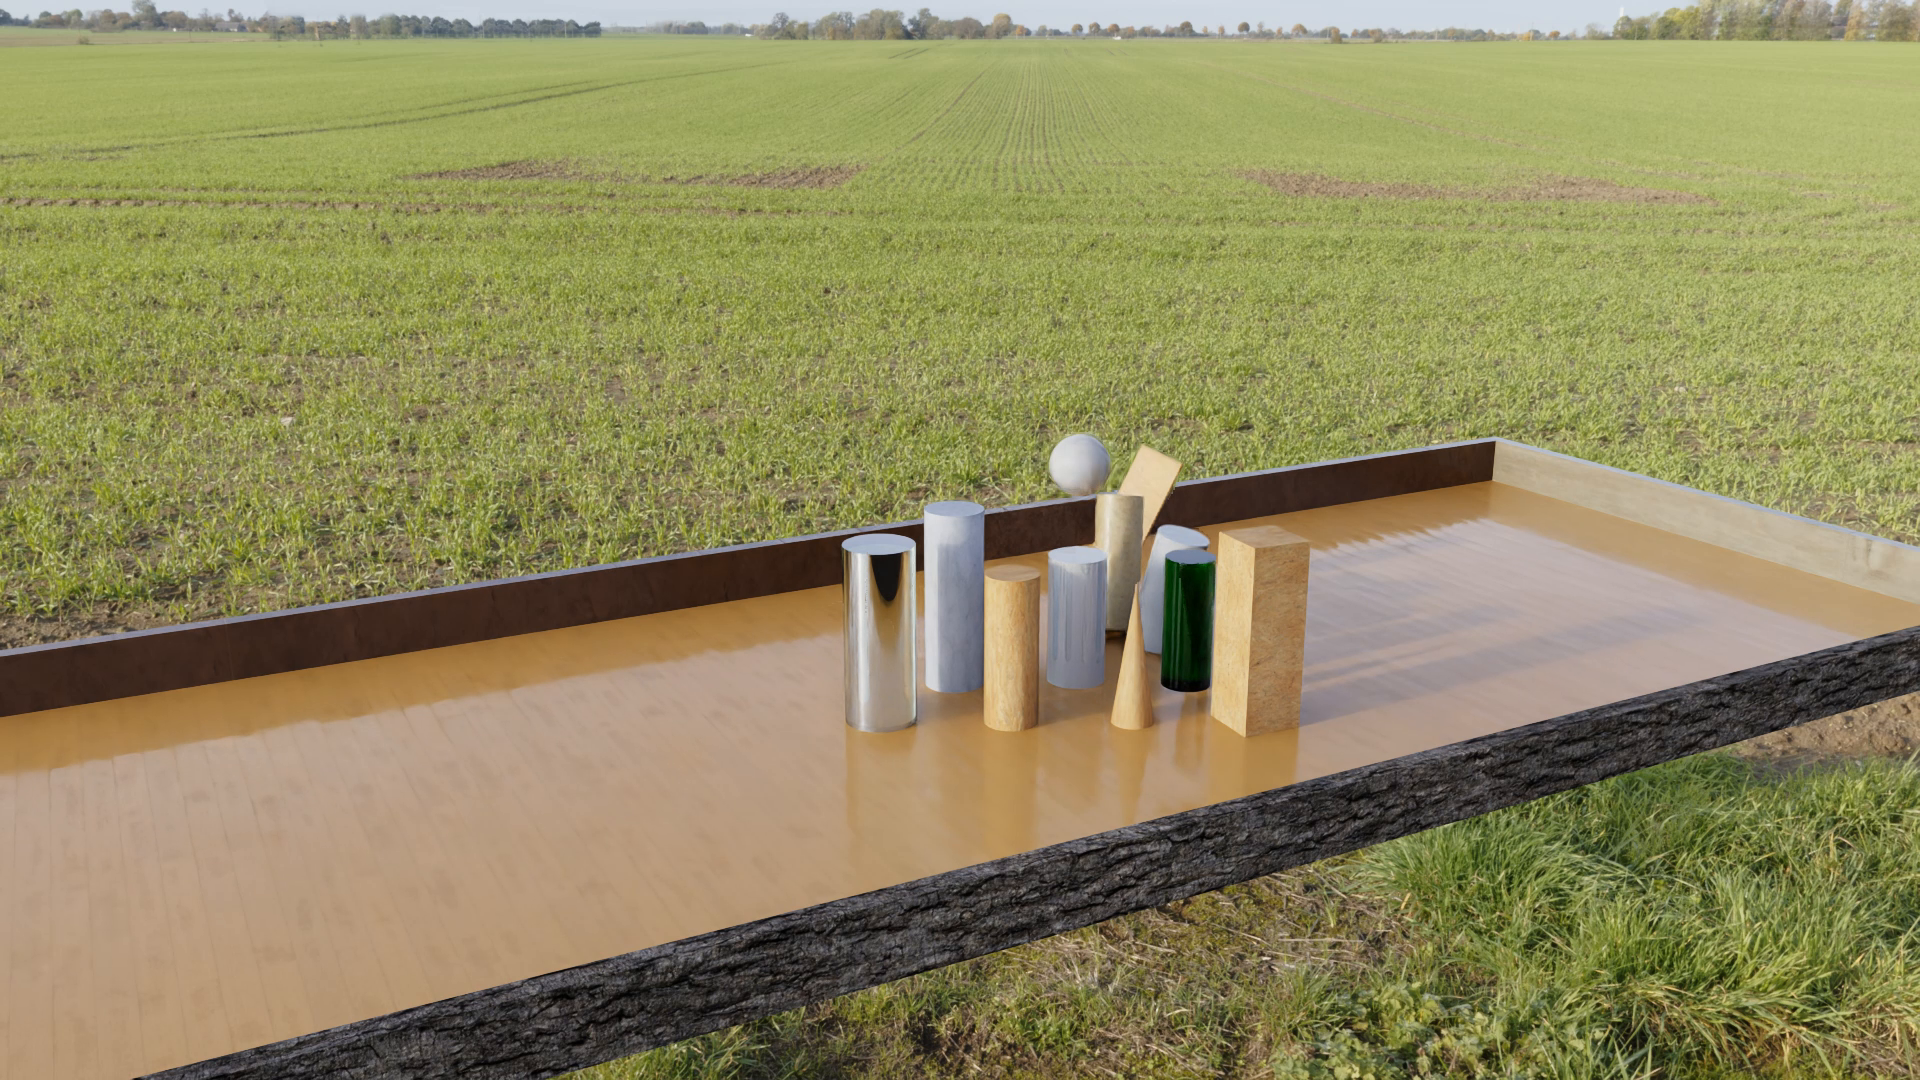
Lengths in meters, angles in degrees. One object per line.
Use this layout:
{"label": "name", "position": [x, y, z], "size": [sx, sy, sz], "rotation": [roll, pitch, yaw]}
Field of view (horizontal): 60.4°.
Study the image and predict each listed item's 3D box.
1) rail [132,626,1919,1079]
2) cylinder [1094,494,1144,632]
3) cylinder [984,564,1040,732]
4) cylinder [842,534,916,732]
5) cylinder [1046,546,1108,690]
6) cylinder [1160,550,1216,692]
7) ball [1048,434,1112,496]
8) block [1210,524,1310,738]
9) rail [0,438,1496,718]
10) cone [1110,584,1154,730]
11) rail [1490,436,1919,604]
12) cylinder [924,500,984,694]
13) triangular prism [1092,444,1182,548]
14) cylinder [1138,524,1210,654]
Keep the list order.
{"label": "rail", "position": [-2.336, 1.006, 1.665], "size": [12.000, 0.150, 0.050], "rotation": [-9, 18, -27]}
{"label": "cylinder", "position": [0.425, 0.062, 4.461], "size": [0.129, 0.363, 0.129], "rotation": [3, -1, 0]}
{"label": "cylinder", "position": [0.120, 0.252, 3.849], "size": [0.129, 0.366, 0.129], "rotation": [0, 16, 0]}
{"label": "cylinder", "position": [-0.187, 0.217, 3.851], "size": [0.170, 0.432, 0.170], "rotation": [0, 16, 0]}
{"label": "cylinder", "position": [0.291, 0.193, 4.119], "size": [0.146, 0.326, 0.146], "rotation": [0, 16, 0]}
{"label": "cylinder", "position": [0.565, 0.200, 4.087], "size": [0.124, 0.332, 0.124], "rotation": [0, 16, 0]}
{"label": "ball", "position": [0.359, -0.223, 4.932], "size": [0.186, 0.186, 0.186], "rotation": [0, 16, 0]}
{"label": "block", "position": [0.696, 0.210, 3.833], "size": [0.148, 0.455, 0.148], "rotation": [-7, 18, -23]}
{"label": "rail", "position": [-3.305, 0.497, 3.399], "size": [12.000, 0.150, 0.050], "rotation": [-9, 18, -27]}
{"label": "cone", "position": [0.407, 0.262, 3.849], "size": [0.101, 0.346, 0.101], "rotation": [0, 16, 0]}
{"label": "rail", "position": [2.466, -0.048, 5.253], "size": [0.050, 0.150, 2.100], "rotation": [-9, 18, -27]}
{"label": "cylinder", "position": [-0.014, 0.140, 4.077], "size": [0.148, 0.452, 0.148], "rotation": [0, 16, 0]}
{"label": "triangular prism", "position": [0.482, -0.037, 4.708], "size": [0.127, 0.456, 0.110], "rotation": [27, 5, 11]}
{"label": "cylinder", "position": [0.545, 0.130, 4.320], "size": [0.139, 0.311, 0.139], "rotation": [12, 21, -4]}
